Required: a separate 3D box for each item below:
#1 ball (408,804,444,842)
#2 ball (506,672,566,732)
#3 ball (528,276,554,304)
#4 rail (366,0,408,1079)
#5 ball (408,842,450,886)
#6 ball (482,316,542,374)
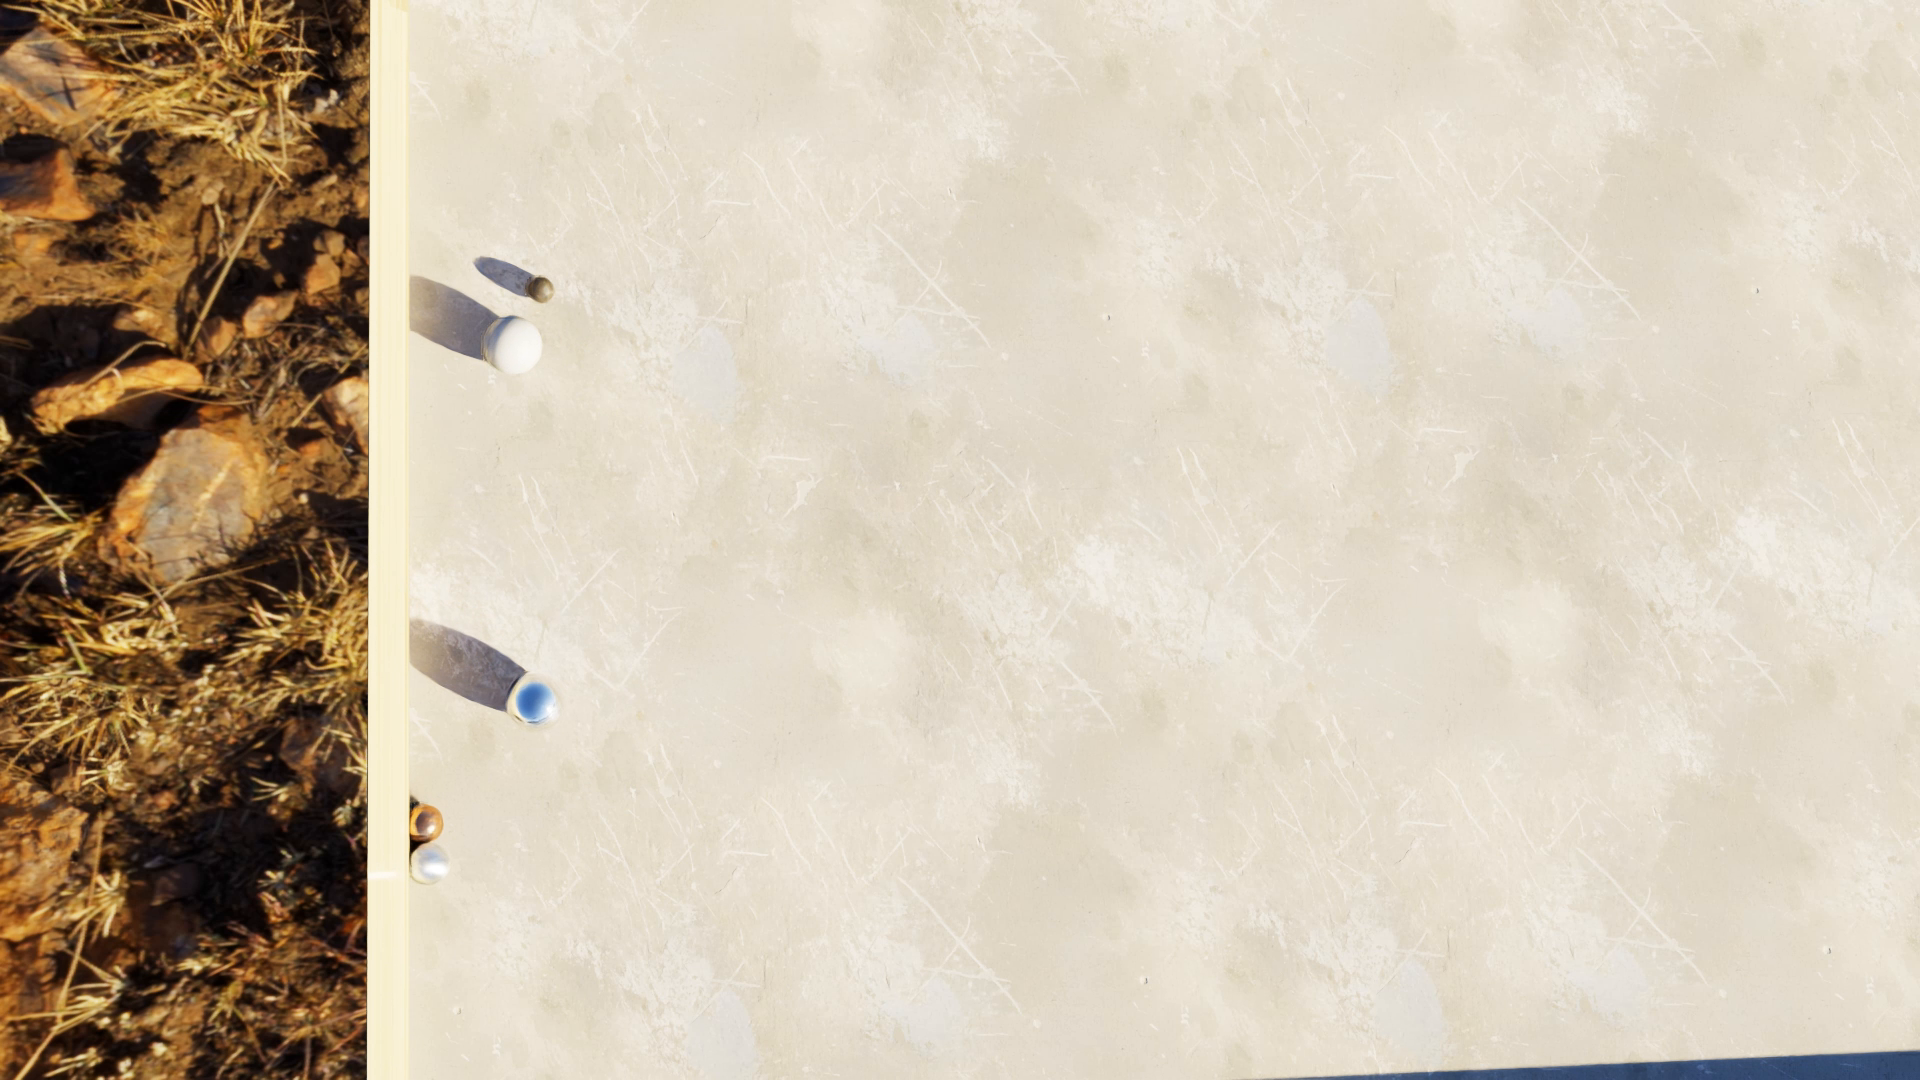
[{"bbox_3d":[-0.784,0.415,3.217,0.056,0.056,0.056,0,80,0],"label":"ball"},{"bbox_3d":[-0.623,0.238,3.233,0.087,0.087,0.087,0,80,0],"label":"ball"},{"bbox_3d":[-0.641,-0.383,3.364,0.041,0.041,0.041,0,80,0],"label":"ball"},{"bbox_3d":[-0.838,0.031,3.253,0.045,0.115,1.951,-2,80,0],"label":"rail"},{"bbox_3d":[-0.775,0.472,3.204,0.062,0.062,0.062,0,80,0],"label":"ball"},{"bbox_3d":[-0.676,-0.294,3.325,0.089,0.089,0.089,0,80,0],"label":"ball"}]
